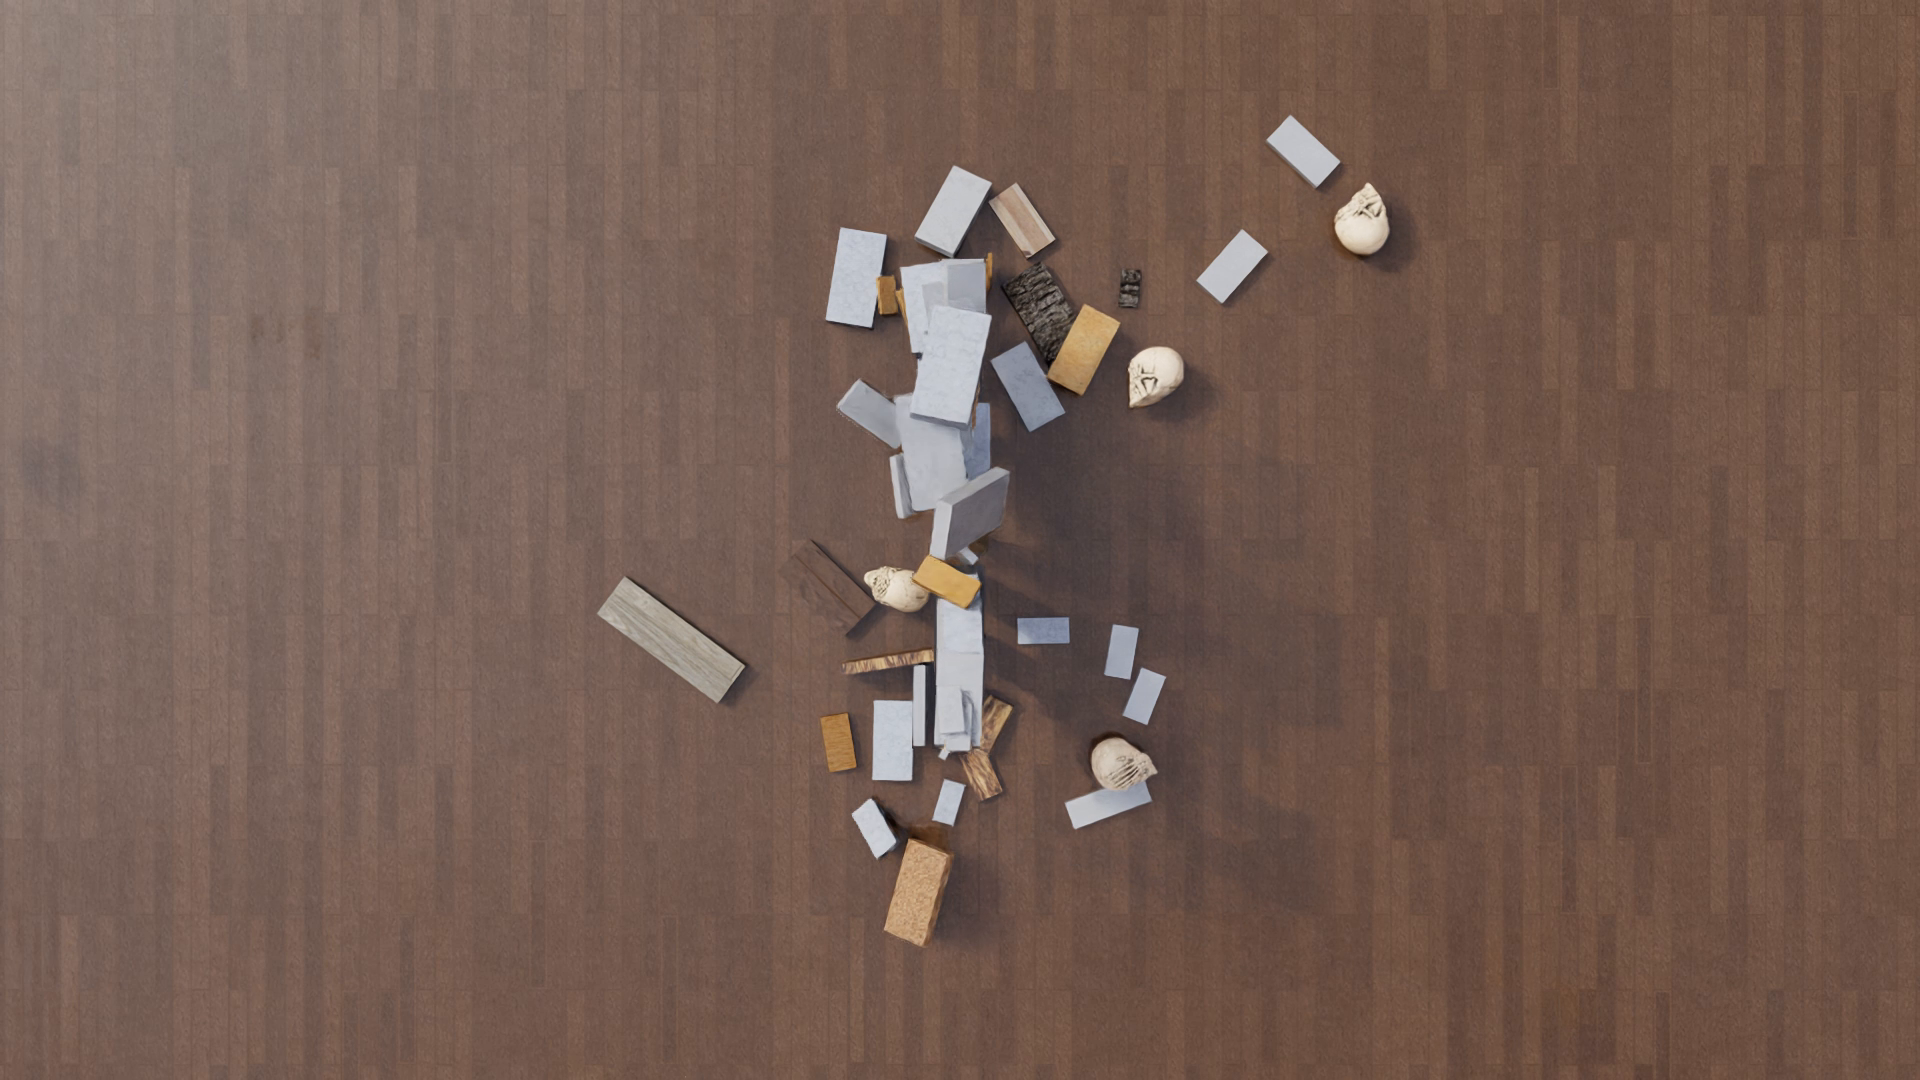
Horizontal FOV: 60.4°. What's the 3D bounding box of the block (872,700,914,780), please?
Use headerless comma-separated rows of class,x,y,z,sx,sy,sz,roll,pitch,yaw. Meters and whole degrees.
block,-0.222,0.665,5.481,0.131,0.037,0.263,1,90,0

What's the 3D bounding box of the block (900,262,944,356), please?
block,-0.101,-0.729,5.200,0.135,0.038,0.281,-8,81,1

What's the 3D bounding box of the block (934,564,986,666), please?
block,-0.001,0.235,5.162,0.157,0.045,0.315,0,90,0

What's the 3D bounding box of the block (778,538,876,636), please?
block,-0.442,0.158,5.478,0.309,0.044,0.154,44,90,0

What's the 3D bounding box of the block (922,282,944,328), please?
block,-0.031,-0.636,5.136,0.122,0.035,0.337,-10,97,-3

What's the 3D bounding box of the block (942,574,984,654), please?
block,0.006,0.241,5.062,0.117,0.033,0.278,-3,68,-1

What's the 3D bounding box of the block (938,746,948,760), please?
block,-0.019,0.640,5.456,0.025,0.087,0.175,28,90,0

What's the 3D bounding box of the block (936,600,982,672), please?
block,-0.002,0.319,5.072,0.138,0.039,0.275,0,69,0

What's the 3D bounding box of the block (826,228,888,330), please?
block,-0.343,-0.868,5.478,0.155,0.044,0.311,9,90,0

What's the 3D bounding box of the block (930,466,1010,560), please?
block,0.032,-0.082,4.908,0.050,0.356,0.178,21,117,23

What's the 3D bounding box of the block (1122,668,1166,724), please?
block,0.612,0.519,5.488,0.086,0.024,0.171,21,90,0

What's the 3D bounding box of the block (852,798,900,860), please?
block,-0.276,0.950,5.432,0.092,0.026,0.184,-42,58,13

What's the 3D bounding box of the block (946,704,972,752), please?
block,-0.003,0.555,4.879,0.071,0.020,0.142,2,67,1

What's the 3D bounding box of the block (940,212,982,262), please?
block,0.004,-0.959,5.480,0.141,0.040,0.282,-2,90,0

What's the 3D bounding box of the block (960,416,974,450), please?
block,-0.022,-0.392,5.040,0.117,0.033,0.233,-2,105,2

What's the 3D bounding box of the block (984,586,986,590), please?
block,0.000,0.134,5.342,0.157,0.315,0.045,0,89,0

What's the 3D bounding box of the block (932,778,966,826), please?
block,-0.037,0.871,5.484,0.071,0.020,0.142,17,94,0

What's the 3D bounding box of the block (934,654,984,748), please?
block,-0.003,0.480,4.941,0.138,0.039,0.275,2,75,1

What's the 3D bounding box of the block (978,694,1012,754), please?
block,0.094,0.612,5.473,0.087,0.025,0.175,28,81,-1

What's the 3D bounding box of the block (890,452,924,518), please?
block,-0.164,-0.173,5.100,0.027,0.095,0.193,6,109,42

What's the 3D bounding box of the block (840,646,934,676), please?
block,-0.217,0.395,5.427,0.343,0.131,0.037,-9,90,2

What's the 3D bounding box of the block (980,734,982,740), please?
block,-0.003,0.482,5.044,0.138,0.039,0.275,0,55,0

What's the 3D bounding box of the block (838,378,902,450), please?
block,-0.259,-0.399,5.204,0.233,0.033,0.117,35,105,-21

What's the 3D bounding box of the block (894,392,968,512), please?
block,-0.083,-0.276,5.028,0.178,0.050,0.355,-9,104,3

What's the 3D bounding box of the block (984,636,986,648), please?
block,0.000,0.325,5.342,0.158,0.315,0.045,4,90,0

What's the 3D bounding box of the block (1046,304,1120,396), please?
block,0.405,-0.625,5.437,0.135,0.038,0.271,28,90,0

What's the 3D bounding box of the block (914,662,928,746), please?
block,-0.130,0.539,5.434,0.037,0.131,0.263,1,90,2

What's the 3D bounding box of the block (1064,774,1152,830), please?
block,0.493,0.870,5.487,0.274,0.026,0.092,-20,90,0

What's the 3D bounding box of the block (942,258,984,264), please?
block,0.009,-0.786,5.447,0.141,0.040,0.282,1,103,-1

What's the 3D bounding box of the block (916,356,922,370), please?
block,-0.064,-0.532,5.208,0.136,0.039,0.273,-4,81,2

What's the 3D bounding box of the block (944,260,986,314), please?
block,0.014,-0.729,5.055,0.122,0.035,0.244,-7,113,-17

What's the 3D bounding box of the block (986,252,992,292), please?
block,0.095,-0.880,5.418,0.017,0.062,0.123,3,48,2

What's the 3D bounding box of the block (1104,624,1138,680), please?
block,0.537,0.372,5.488,0.085,0.024,0.171,10,90,0

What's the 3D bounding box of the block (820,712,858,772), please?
block,-0.403,0.673,5.487,0.092,0.026,0.184,-10,90,0

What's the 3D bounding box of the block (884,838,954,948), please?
block,-0.133,1.139,5.333,0.154,0.044,0.309,16,91,31

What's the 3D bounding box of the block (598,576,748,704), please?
block,-0.956,0.331,5.478,0.498,0.044,0.154,37,90,0

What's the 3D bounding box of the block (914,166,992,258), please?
block,-0.021,-1.081,5.435,0.141,0.040,0.282,26,78,7

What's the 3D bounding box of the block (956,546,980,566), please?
block,0.005,0.035,5.044,0.095,0.190,0.027,44,84,-3

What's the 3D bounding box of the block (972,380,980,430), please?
block,-0.003,-0.468,5.088,0.122,0.035,0.244,6,89,0

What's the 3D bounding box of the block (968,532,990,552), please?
block,0.005,-0.045,5.324,0.177,0.355,0.050,0,70,-1

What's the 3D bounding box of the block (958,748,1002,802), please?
block,0.068,0.772,5.488,0.087,0.025,0.175,-23,90,0

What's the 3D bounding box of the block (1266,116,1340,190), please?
block,1.140,-1.290,5.484,0.229,0.032,0.114,43,90,0

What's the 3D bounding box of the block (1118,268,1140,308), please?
block,0.564,-0.838,5.491,0.062,0.017,0.123,6,90,0

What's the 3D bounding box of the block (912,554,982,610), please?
block,-0.040,0.131,5.075,0.190,0.027,0.095,28,70,11

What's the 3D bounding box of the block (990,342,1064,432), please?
block,0.224,-0.508,5.481,0.135,0.038,0.271,-29,90,0

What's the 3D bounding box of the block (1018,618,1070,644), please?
block,0.277,0.301,5.488,0.171,0.024,0.086,-1,90,0

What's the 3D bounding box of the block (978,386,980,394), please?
block,-0.008,-0.557,5.366,0.136,0.273,0.039,-3,64,2

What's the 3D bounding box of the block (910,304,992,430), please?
block,-0.027,-0.520,4.948,0.178,0.050,0.355,11,74,3

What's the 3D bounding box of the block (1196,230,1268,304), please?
block,0.902,-0.908,5.484,0.114,0.032,0.229,42,90,0

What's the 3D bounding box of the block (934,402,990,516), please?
block,0.006,-0.248,5.127,0.177,0.050,0.355,-1,89,0

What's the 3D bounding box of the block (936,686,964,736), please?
block,-0.028,0.504,4.880,0.071,0.020,0.142,-5,66,-2

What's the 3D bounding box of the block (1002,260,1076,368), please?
block,0.296,-0.732,5.478,0.155,0.044,0.359,-31,90,0

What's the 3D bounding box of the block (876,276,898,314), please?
block,-0.242,-0.812,5.466,0.062,0.017,0.123,-11,101,-33

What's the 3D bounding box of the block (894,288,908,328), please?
block,-0.092,-0.701,5.439,0.155,0.044,0.310,-20,90,34

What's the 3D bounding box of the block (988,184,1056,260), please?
block,0.205,-1.059,5.484,0.114,0.032,0.229,-35,90,0
